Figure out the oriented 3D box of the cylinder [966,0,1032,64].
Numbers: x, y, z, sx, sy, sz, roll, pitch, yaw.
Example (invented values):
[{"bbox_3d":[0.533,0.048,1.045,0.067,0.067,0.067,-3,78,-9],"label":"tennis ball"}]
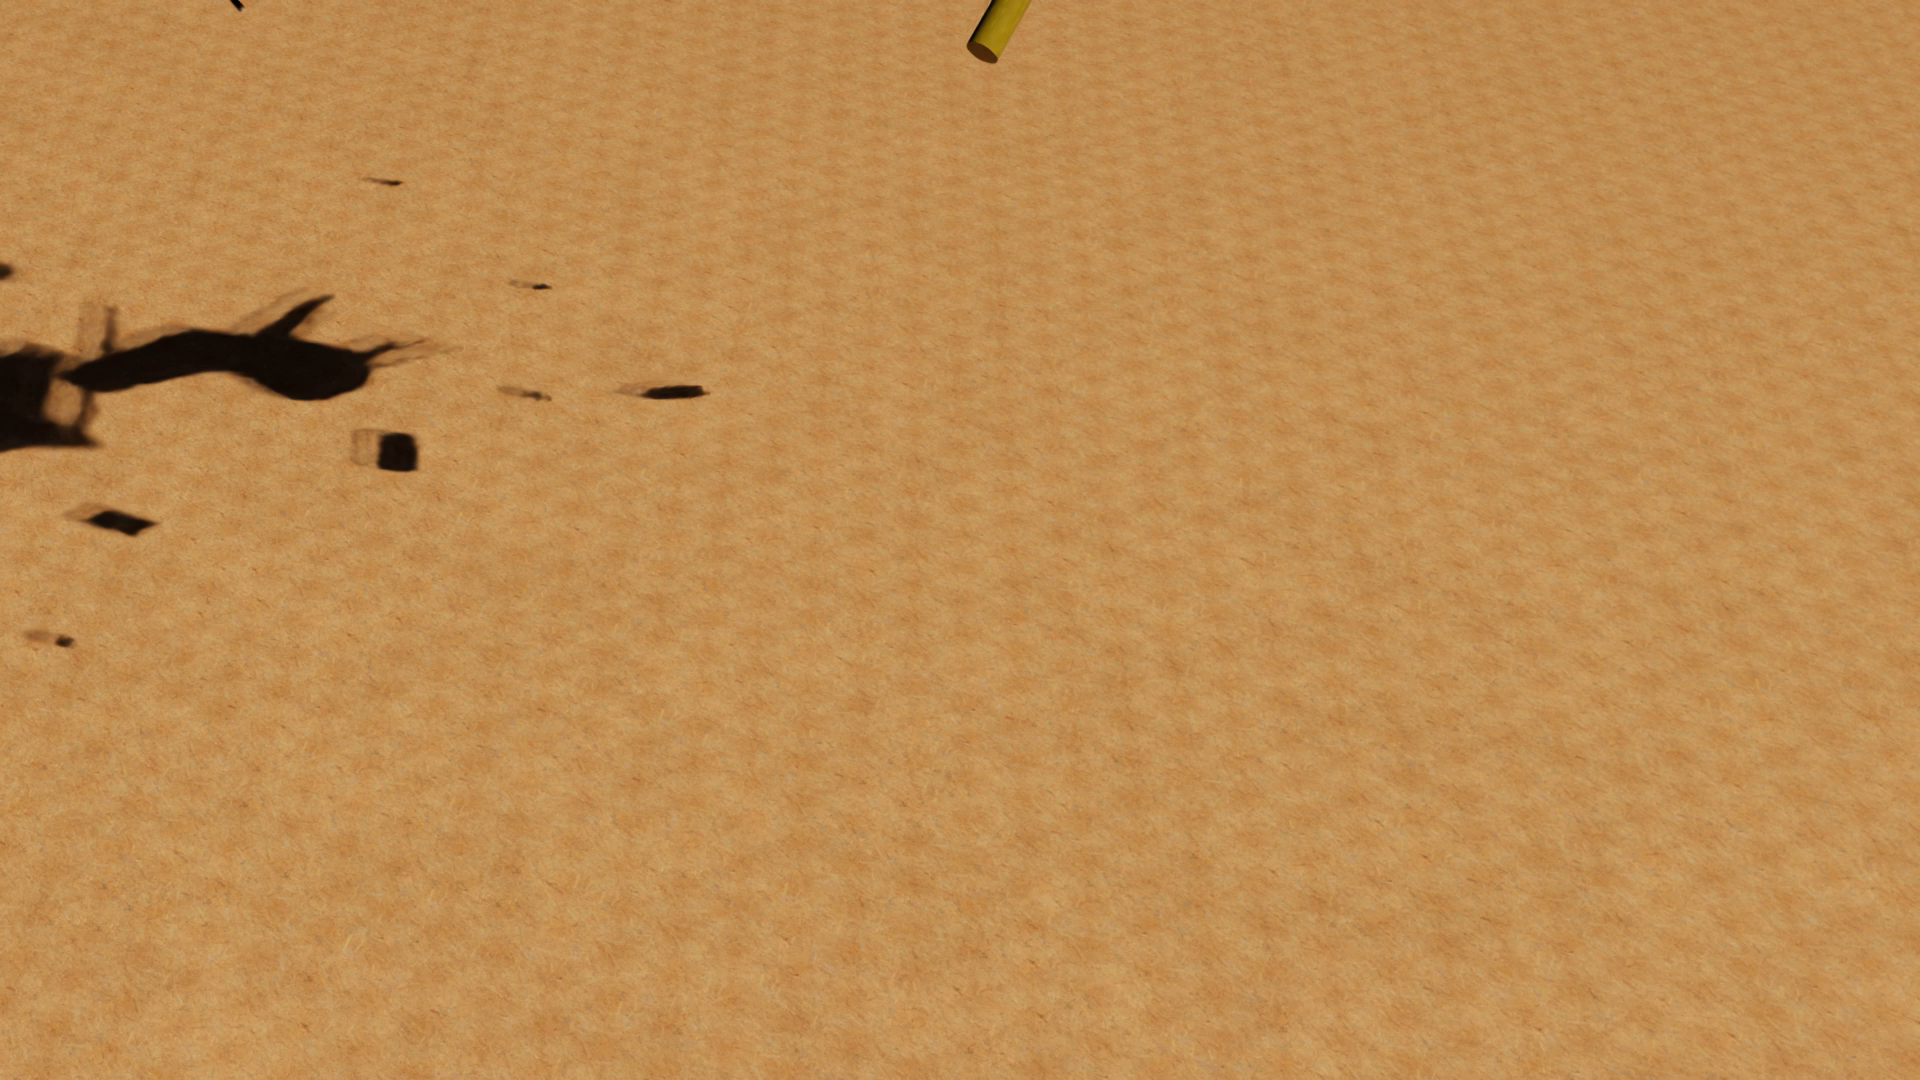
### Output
[{"bbox_3d":[0.131,-1.697,9.597,0.116,0.113,0.256,33,74,-13],"label":"cylinder"}]
